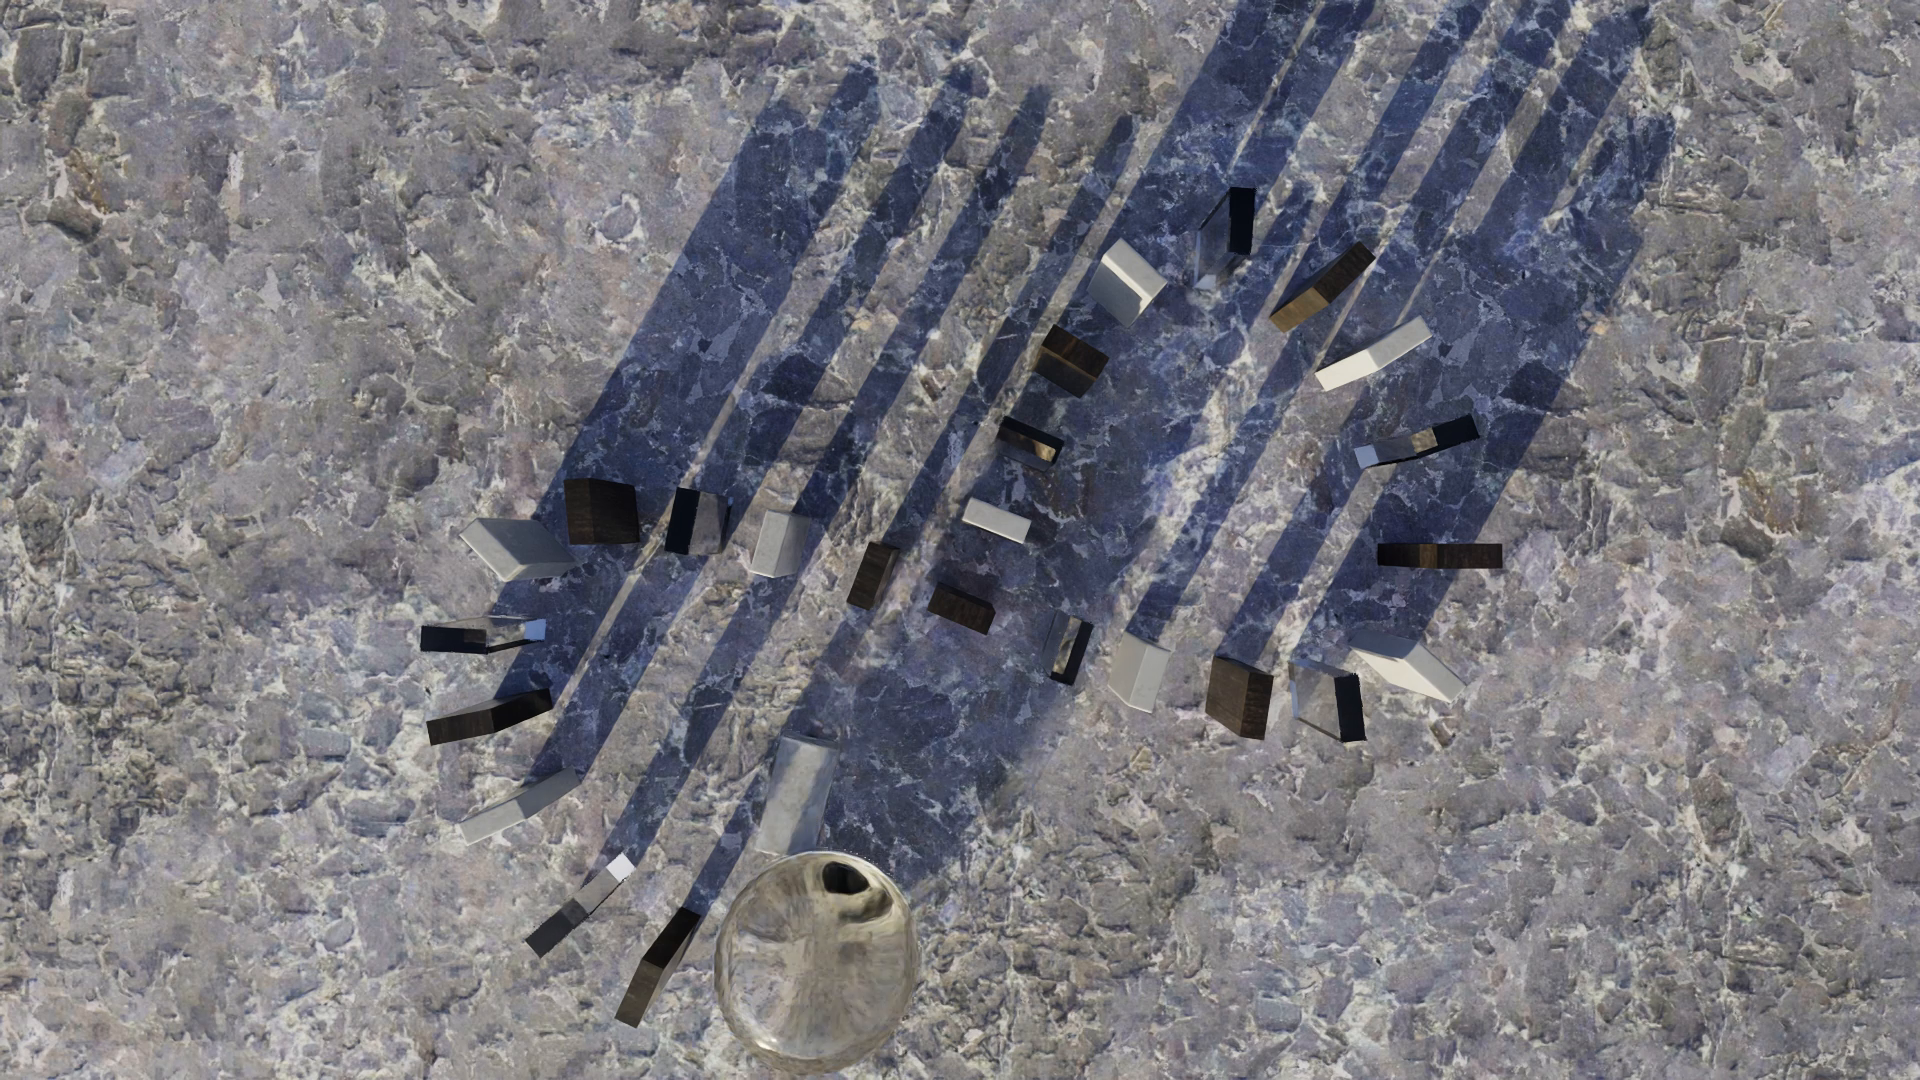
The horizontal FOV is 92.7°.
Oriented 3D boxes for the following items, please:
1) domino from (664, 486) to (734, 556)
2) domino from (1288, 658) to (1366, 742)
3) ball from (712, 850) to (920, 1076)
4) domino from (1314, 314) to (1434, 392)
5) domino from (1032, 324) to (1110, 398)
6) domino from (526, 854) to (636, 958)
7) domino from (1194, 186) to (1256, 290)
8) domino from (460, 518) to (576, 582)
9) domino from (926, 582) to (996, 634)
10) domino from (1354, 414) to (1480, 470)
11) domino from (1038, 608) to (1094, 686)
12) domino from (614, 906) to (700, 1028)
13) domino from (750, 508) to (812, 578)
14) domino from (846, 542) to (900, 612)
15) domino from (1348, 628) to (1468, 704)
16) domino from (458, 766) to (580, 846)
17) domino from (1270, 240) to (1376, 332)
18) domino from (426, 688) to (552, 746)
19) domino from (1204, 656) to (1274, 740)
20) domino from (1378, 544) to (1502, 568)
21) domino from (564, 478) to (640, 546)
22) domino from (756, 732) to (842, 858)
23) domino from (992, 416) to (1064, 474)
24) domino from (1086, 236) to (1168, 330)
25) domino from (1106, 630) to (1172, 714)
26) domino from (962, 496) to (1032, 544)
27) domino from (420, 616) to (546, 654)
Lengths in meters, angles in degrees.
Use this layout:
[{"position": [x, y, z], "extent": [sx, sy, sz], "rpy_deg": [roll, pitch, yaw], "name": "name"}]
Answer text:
[{"position": [-0.106, -0.007, 0.375], "extent": [0.009, 0.050, 0.025], "rpy_deg": [12, 90, 0], "name": "domino"}, {"position": [0.149, 0.065, 0.375], "extent": [0.010, 0.050, 0.025], "rpy_deg": [-7, 90, 0], "name": "domino"}, {"position": [-0.056, 0.164, 0.360], "extent": [0.080, 0.080, 0.080], "rpy_deg": [0, 90, 0], "name": "ball"}, {"position": [0.168, -0.076, 0.375], "extent": [0.025, 0.050, 0.009], "rpy_deg": [-32, 90, 0], "name": "domino"}, {"position": [0.044, -0.072, 0.375], "extent": [0.025, 0.050, 0.010], "rpy_deg": [31, 90, 0], "name": "domino"}, {"position": [-0.154, 0.148, 0.375], "extent": [0.025, 0.050, 0.009], "rpy_deg": [-41, 90, 0], "name": "domino"}, {"position": [0.107, -0.122, 0.375], "extent": [0.010, 0.050, 0.025], "rpy_deg": [4, 90, 0], "name": "domino"}, {"position": [-0.179, 0.004, 0.375], "extent": [0.010, 0.050, 0.025], "rpy_deg": [-44, 90, 0], "name": "domino"}, {"position": [0.000, 0.027, 0.375], "extent": [0.025, 0.050, 0.010], "rpy_deg": [23, 90, 0], "name": "domino"}, {"position": [0.185, -0.040, 0.375], "extent": [0.025, 0.050, 0.009], "rpy_deg": [-20, 90, 0], "name": "domino"}, {"position": [0.043, 0.043, 0.375], "extent": [0.010, 0.050, 0.025], "rpy_deg": [19, 90, 0], "name": "domino"}, {"position": [-0.123, 0.173, 0.375], "extent": [0.009, 0.050, 0.025], "rpy_deg": [25, 90, 0], "name": "domino"}, {"position": [-0.072, 0.001, 0.375], "extent": [0.009, 0.050, 0.025], "rpy_deg": [15, 90, 0], "name": "domino"}, {"position": [-0.035, 0.014, 0.375], "extent": [0.009, 0.050, 0.025], "rpy_deg": [21, 90, 0], "name": "domino"}, {"position": [0.181, 0.051, 0.375], "extent": [0.025, 0.050, 0.010], "rpy_deg": [42, 90, 0], "name": "domino"}, {"position": [-0.179, 0.108, 0.375], "extent": [0.025, 0.050, 0.010], "rpy_deg": [-24, 90, 0], "name": "domino"}, {"position": [0.147, -0.102, 0.375], "extent": [0.025, 0.050, 0.010], "rpy_deg": [-45, 90, 0], "name": "domino"}, {"position": [-0.191, 0.072, 0.375], "extent": [0.025, 0.050, 0.009], "rpy_deg": [-11, 90, 0], "name": "domino"}, {"position": [0.113, 0.064, 0.375], "extent": [0.009, 0.050, 0.025], "rpy_deg": [9, 90, 0], "name": "domino"}, {"position": [0.195, 0.006, 0.375], "extent": [0.025, 0.050, 0.009], "rpy_deg": [0, 90, 0], "name": "domino"}, {"position": [-0.146, -0.011, 0.375], "extent": [0.009, 0.050, 0.025], "rpy_deg": [-6, 90, 0], "name": "domino"}, {"position": [-0.070, 0.111, 0.395], "extent": [0.025, 0.010, 0.050], "rpy_deg": [13, 90, 0], "name": "domino"}, {"position": [0.027, -0.038, 0.375], "extent": [0.025, 0.050, 0.010], "rpy_deg": [24, 90, 0], "name": "domino"}, {"position": [0.067, -0.104, 0.375], "extent": [0.025, 0.050, 0.009], "rpy_deg": [43, 90, 0], "name": "domino"}, {"position": [0.073, 0.053, 0.375], "extent": [0.009, 0.050, 0.025], "rpy_deg": [18, 90, 0], "name": "domino"}, {"position": [0.014, -0.008, 0.375], "extent": [0.025, 0.050, 0.009], "rpy_deg": [22, 90, 0], "name": "domino"}, {"position": [-0.194, 0.038, 0.375], "extent": [0.025, 0.050, 0.009], "rpy_deg": [3, 90, 0], "name": "domino"}]
